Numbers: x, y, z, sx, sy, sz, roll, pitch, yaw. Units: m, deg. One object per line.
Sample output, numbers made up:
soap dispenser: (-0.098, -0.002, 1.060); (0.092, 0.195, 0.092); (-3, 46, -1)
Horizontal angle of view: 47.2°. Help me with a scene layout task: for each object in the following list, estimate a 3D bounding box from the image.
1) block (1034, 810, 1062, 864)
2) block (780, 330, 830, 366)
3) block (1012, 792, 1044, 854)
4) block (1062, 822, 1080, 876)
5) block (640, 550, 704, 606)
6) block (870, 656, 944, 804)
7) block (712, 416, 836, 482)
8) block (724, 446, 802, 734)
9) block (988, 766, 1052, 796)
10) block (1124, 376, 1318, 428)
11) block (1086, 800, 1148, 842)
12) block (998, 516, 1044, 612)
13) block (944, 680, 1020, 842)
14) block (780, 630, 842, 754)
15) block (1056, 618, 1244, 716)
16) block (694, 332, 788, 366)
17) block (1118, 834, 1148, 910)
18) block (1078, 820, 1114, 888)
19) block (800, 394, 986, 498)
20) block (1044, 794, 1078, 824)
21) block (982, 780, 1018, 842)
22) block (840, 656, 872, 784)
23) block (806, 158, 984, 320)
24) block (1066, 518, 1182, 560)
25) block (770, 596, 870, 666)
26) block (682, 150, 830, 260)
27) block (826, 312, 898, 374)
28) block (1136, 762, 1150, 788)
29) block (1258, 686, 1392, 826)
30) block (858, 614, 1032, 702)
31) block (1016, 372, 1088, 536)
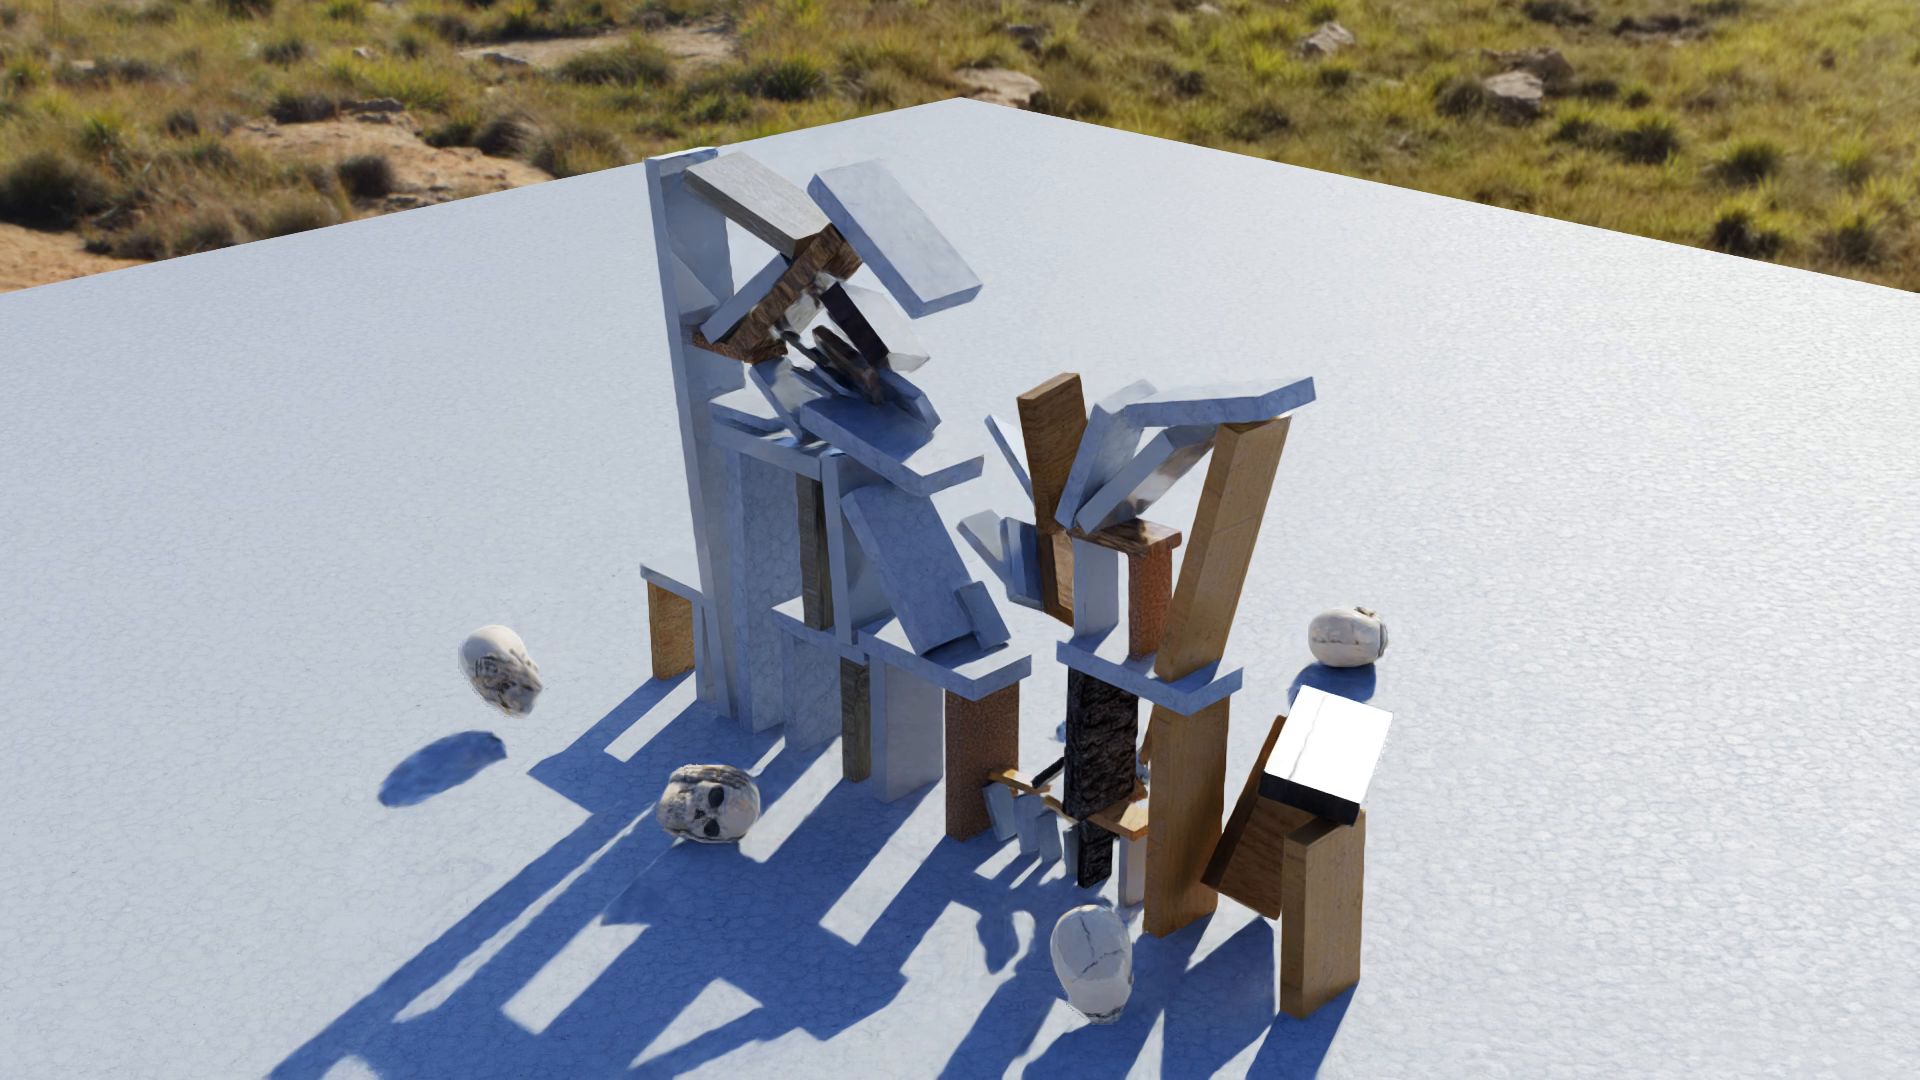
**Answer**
block: (0.173, 0.577, 4.282); (0.046, 0.093, 0.013); (-21, 16, -41)
block: (-0.312, -0.387, 4.432); (0.101, 0.014, 0.050); (38, 14, 21)
block: (0.138, 0.553, 4.312); (0.057, 0.113, 0.016); (-14, 9, -30)
block: (0.221, 0.595, 4.238); (0.046, 0.093, 0.013); (-21, 24, -40)
block: (-0.592, 0.086, 4.903); (0.239, 0.034, 0.120); (21, 31, 41)
block: (-0.108, 0.362, 4.494); (0.162, 0.323, 0.046); (-21, 31, -41)
block: (-0.337, -0.205, 4.508); (0.334, 0.047, 0.167); (21, 31, 41)
block: (-0.408, 0.091, 4.710); (0.167, 0.653, 0.047); (-21, 30, -41)
block: (0.117, 0.474, 4.329); (0.113, 0.016, 0.057); (17, 12, 36)
block: (0.432, -0.229, 3.663); (0.145, 0.041, 0.290); (-21, 14, -41)
block: (0.294, 0.516, 4.128); (0.152, 0.022, 0.076); (21, 31, 41)
block: (0.126, 0.046, 4.162); (0.091, 0.026, 0.182); (18, 48, -29)
block: (0.044, 0.421, 4.354); (0.162, 0.323, 0.046); (-21, 31, -41)
block: (-0.313, 0.301, 4.693); (0.040, 0.280, 0.140); (20, 30, 40)
block: (0.339, 0.222, 3.949); (0.307, 0.043, 0.153); (21, 31, 40)
block: (-0.455, -0.406, 4.550); (0.186, 0.026, 0.093); (20, 31, 39)
block: (0.330, 0.610, 4.128); (0.022, 0.152, 0.076); (21, 30, 40)
block: (0.259, 0.582, 4.194); (0.022, 0.152, 0.076); (21, 30, 40)
block: (-0.136, -0.199, 4.343); (0.346, 0.049, 0.173); (32, 37, 34)
block: (0.207, 0.530, 4.274); (0.093, 0.046, 0.013); (32, 72, 14)
block: (0.082, 0.534, 4.361); (0.057, 0.113, 0.016); (-21, 7, -41)
block: (-0.181, 0.352, 4.572); (0.040, 0.280, 0.140); (21, 31, 40)
block: (-0.124, -0.575, 4.171); (0.170, 0.048, 0.340); (-23, 68, -44)
block: (0.291, -0.013, 3.917); (0.190, 0.027, 0.095); (18, 29, 41)
block: (-0.247, 0.179, 4.571); (0.280, 0.040, 0.140); (21, 31, 40)
block: (-0.387, -0.669, 4.380); (0.312, 0.044, 0.156); (35, 40, 25)
block: (-0.196, -0.391, 4.498); (0.027, 0.095, 0.190); (-40, 71, -8)
block: (0.327, 0.440, 4.280); (0.125, 0.018, 0.063); (30, -16, 0)
block: (0.650, 0.378, 3.893); (0.170, 0.048, 0.340); (18, 27, 13)
block: (-0.032, 0.222, 4.353); (0.323, 0.046, 0.162); (21, 31, 40)
block: (0.180, -0.156, 3.965); (0.037, 0.263, 0.131); (12, 32, 43)
